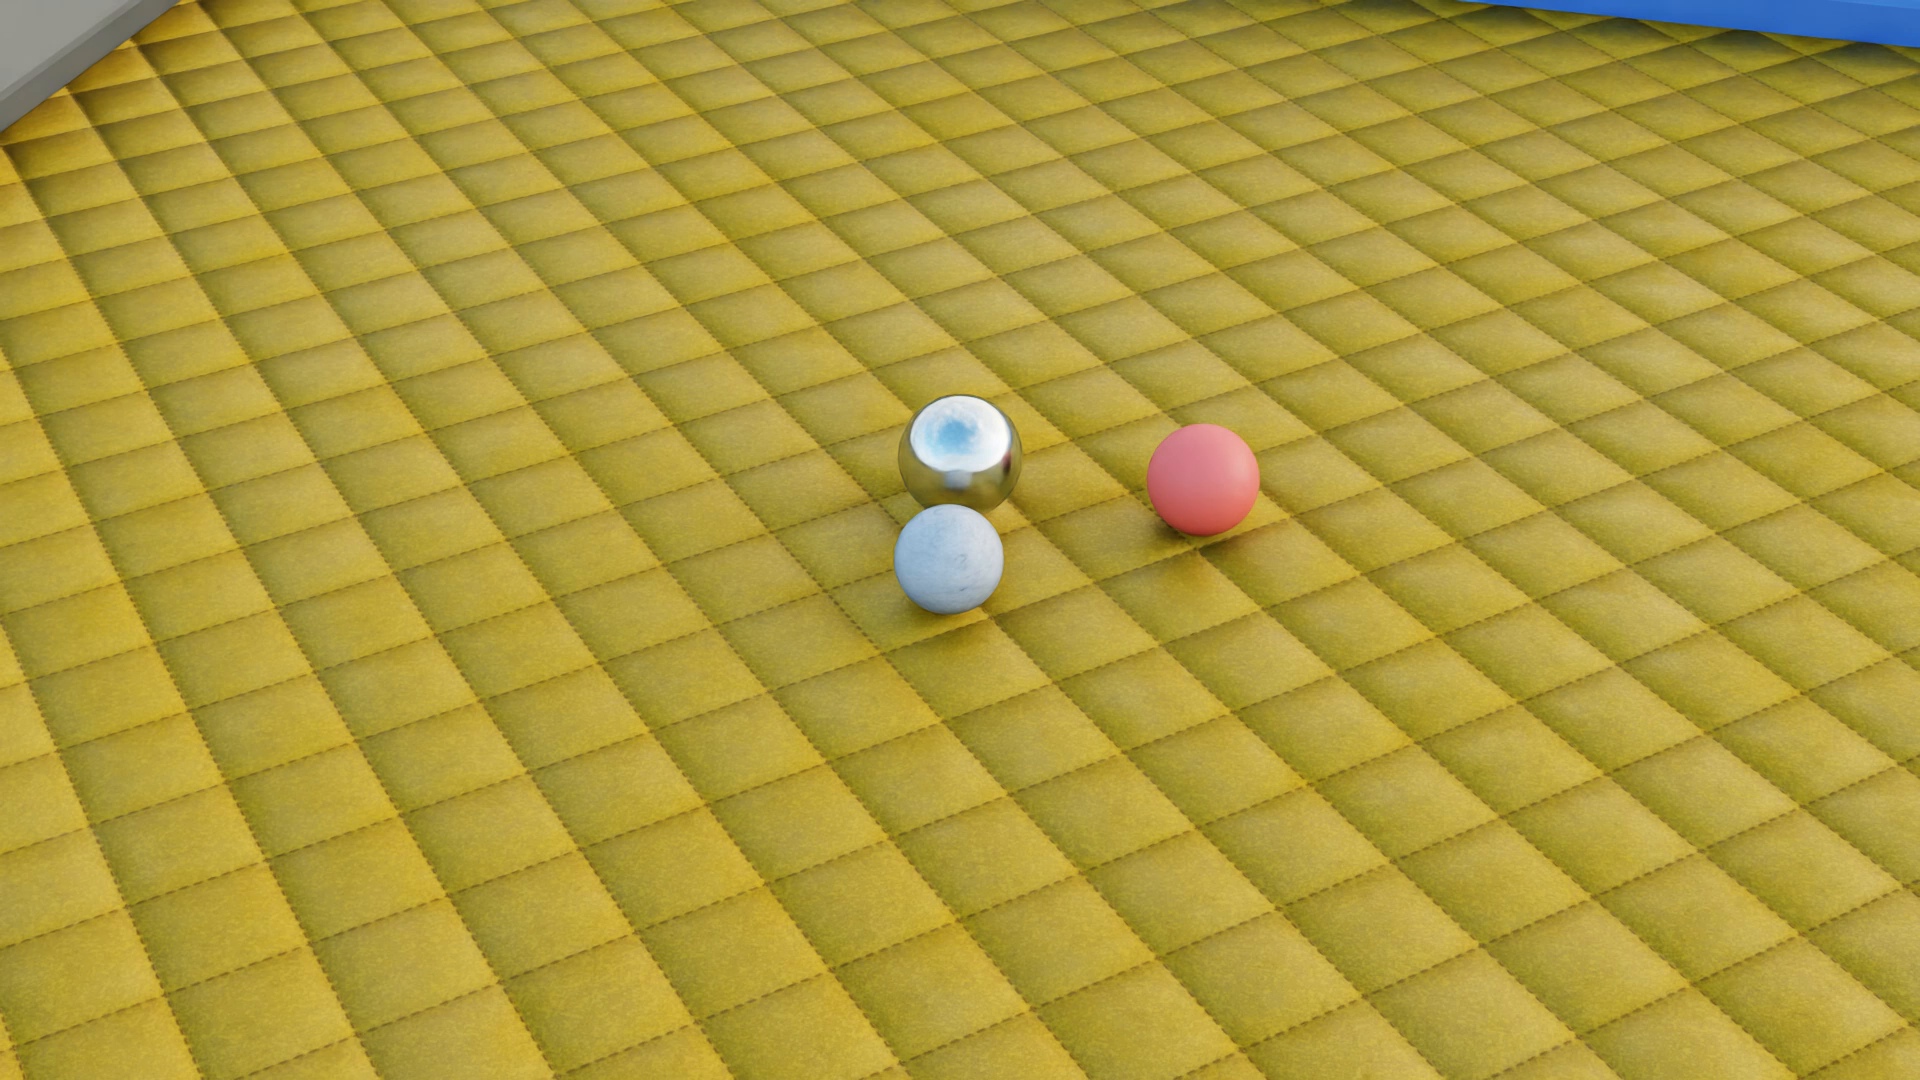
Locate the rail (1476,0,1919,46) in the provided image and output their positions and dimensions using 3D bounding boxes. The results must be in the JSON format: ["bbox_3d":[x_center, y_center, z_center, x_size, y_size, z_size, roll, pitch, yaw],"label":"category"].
[{"bbox_3d":[1.391,-0.495,2.543,4.458,0.123,0.045,9,35,13],"label":"rail"}]

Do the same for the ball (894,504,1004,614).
[{"bbox_3d":[-0.008,0.014,1.833,0.079,0.079,0.079,0,34,0],"label":"ball"}]

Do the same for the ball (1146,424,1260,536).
[{"bbox_3d":[0.182,-0.045,1.916,0.084,0.084,0.084,0,34,0],"label":"ball"}]

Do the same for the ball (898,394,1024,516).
[{"bbox_3d":[0.000,-0.063,1.933,0.095,0.095,0.095,0,34,0],"label":"ball"}]

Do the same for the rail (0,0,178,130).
[{"bbox_3d":[-1.052,-0.179,2.077,0.045,0.123,2.432,9,35,13],"label":"rail"}]
